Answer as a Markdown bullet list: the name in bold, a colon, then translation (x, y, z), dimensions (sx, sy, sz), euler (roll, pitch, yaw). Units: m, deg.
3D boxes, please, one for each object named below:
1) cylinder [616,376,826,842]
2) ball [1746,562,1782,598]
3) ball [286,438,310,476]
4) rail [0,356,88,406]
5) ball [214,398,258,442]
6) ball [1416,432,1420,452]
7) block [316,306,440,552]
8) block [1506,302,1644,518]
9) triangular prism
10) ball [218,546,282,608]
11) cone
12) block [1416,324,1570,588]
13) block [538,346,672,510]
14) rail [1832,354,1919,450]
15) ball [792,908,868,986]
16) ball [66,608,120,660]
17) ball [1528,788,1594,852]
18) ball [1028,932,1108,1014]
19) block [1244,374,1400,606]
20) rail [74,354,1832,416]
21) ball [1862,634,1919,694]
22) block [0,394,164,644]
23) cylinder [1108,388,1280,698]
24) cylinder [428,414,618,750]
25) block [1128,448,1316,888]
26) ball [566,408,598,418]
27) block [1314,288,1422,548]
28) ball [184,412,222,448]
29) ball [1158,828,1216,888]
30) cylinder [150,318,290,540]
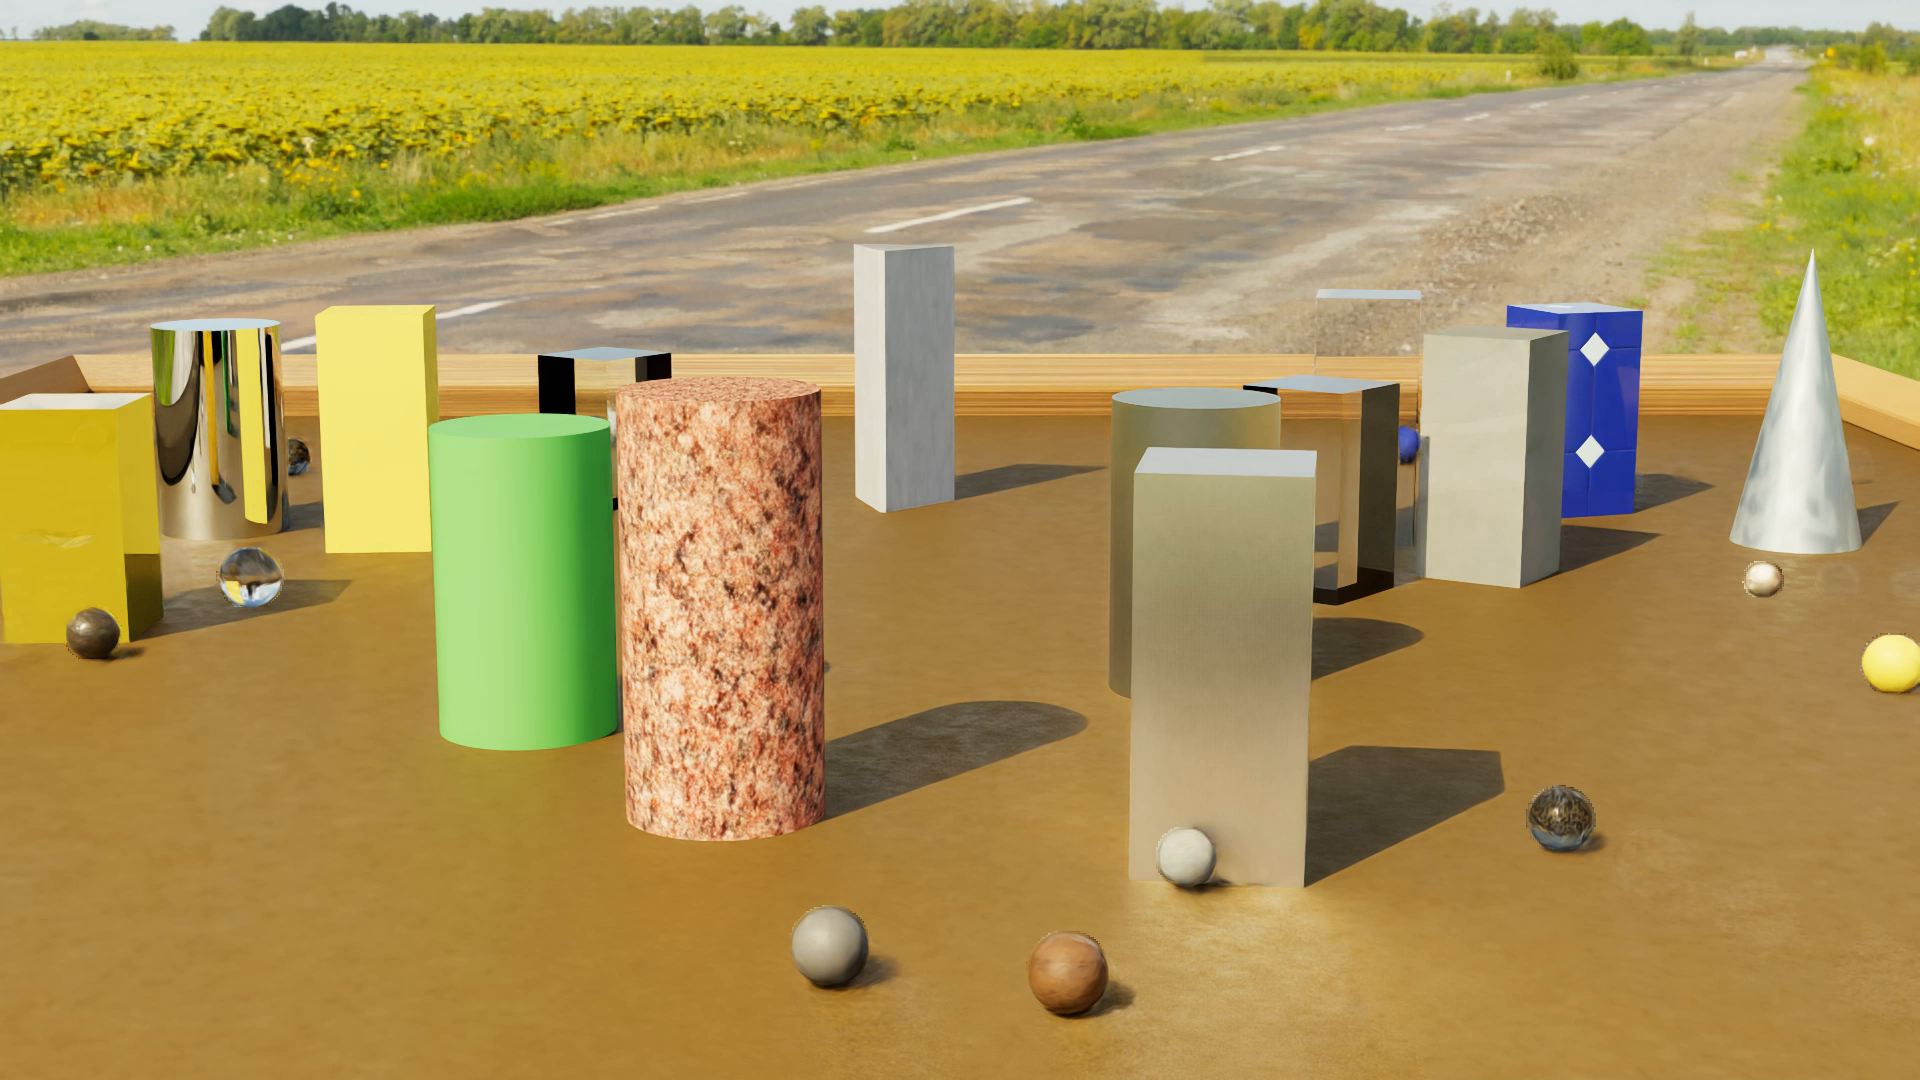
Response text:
- **cylinder**: translation (-0.231, 0.062, 2.496), dimensions (0.196, 0.420, 0.196), euler (0, 11, 0)
- **ball**: translation (1.111, 0.056, 3.548), dimensions (0.048, 0.048, 0.048), euler (0, 11, 0)
- **ball**: translation (-1.199, -0.149, 4.601), dimensions (0.067, 0.067, 0.067), euler (0, 11, 0)
- **rail**: translation (-1.821, 0.035, 3.439), dimensions (0.045, 0.128, 3.937), euler (0, 11, 0)
- **ball**: translation (-1.417, -0.236, 5.021), dimensions (0.085, 0.085, 0.085), euler (0, 11, 0)
- **ball**: translation (0.826, -0.185, 4.789), dimensions (0.070, 0.070, 0.070), euler (0, 11, 0)
- **block**: translation (-0.886, -0.172, 3.926), dimensions (0.157, 0.359, 0.157), euler (-1, 11, -4)
- **block**: translation (1.006, -0.216, 4.233), dimensions (0.157, 0.334, 0.157), euler (-4, 11, -19)
- **triangular prism**: translation (-0.122, -0.277, 4.297), dimensions (0.147, 0.429, 0.170), euler (10, 14, 43)
- **ball**: translation (-0.964, 0.050, 3.484), dimensions (0.082, 0.082, 0.082), euler (0, 11, 0)
- **cone**: translation (1.291, -0.220, 3.925), dimensions (0.196, 0.454, 0.196), euler (0, 11, 0)
- **block**: translation (0.766, -0.124, 3.689), dimensions (0.157, 0.350, 0.157), euler (7, 12, 32)
- **block**: translation (-0.596, -0.190, 4.324), dimensions (0.157, 0.249, 0.157), euler (8, 13, 35)
- **rail**: translation (1.821, 0.031, 3.459), dimensions (0.045, 0.128, 3.937), euler (0, 11, 0)
- **ball**: translation (-0.104, 0.326, 2.054), dimensions (0.062, 0.062, 0.062), euler (0, 11, 0)
- **ball**: translation (-1.075, 0.116, 3.182), dimensions (0.063, 0.063, 0.063), euler (0, 11, 0)
- **ball**: translation (0.563, 0.262, 2.402), dimensions (0.060, 0.060, 0.060), euler (0, 11, 0)
- **ball**: translation (0.084, 0.337, 1.993), dimensions (0.063, 0.063, 0.063), euler (0, 11, 0)
- **block**: translation (0.501, -0.073, 3.578), dimensions (0.157, 0.291, 0.157), euler (8, 13, 38)
- **rail**: translation (-0.011, -0.322, 5.361), dimensions (3.689, 0.128, 0.045), euler (0, 11, 0)
- **ball**: translation (1.095, 0.145, 3.009), dimensions (0.069, 0.069, 0.069), euler (0, 11, 0)
- **block**: translation (-1.141, -0.031, 3.324), dimensions (0.157, 0.300, 0.157), euler (0, 11, -1)
- **cylinder**: translation (0.275, 0.004, 3.013), dimensions (0.196, 0.345, 0.196), euler (0, 11, 0)
- **cylinder**: translation (-0.479, 0.042, 2.826), dimensions (0.196, 0.339, 0.196), euler (0, 11, 0)
- **block**: translation (0.242, 0.112, 2.352), dimensions (0.157, 0.373, 0.157), euler (2, 11, 8)
- **ball**: translation (-0.732, -0.217, 4.940), dimensions (0.077, 0.077, 0.077), euler (0, 11, 0)
- **block**: translation (0.628, -0.191, 3.973), dimensions (0.157, 0.379, 0.157), euler (2, 11, 9)
- **ball**: translation (-1.452, -0.211, 4.927), dimensions (0.070, 0.070, 0.070), euler (0, 11, 0)
- **ball**: translation (0.202, 0.283, 2.283), dimensions (0.052, 0.052, 0.052), euler (0, 11, 0)
- **cylinder**: translation (-1.165, -0.177, 4.044), dimensions (0.196, 0.326, 0.196), euler (0, 11, 0)
